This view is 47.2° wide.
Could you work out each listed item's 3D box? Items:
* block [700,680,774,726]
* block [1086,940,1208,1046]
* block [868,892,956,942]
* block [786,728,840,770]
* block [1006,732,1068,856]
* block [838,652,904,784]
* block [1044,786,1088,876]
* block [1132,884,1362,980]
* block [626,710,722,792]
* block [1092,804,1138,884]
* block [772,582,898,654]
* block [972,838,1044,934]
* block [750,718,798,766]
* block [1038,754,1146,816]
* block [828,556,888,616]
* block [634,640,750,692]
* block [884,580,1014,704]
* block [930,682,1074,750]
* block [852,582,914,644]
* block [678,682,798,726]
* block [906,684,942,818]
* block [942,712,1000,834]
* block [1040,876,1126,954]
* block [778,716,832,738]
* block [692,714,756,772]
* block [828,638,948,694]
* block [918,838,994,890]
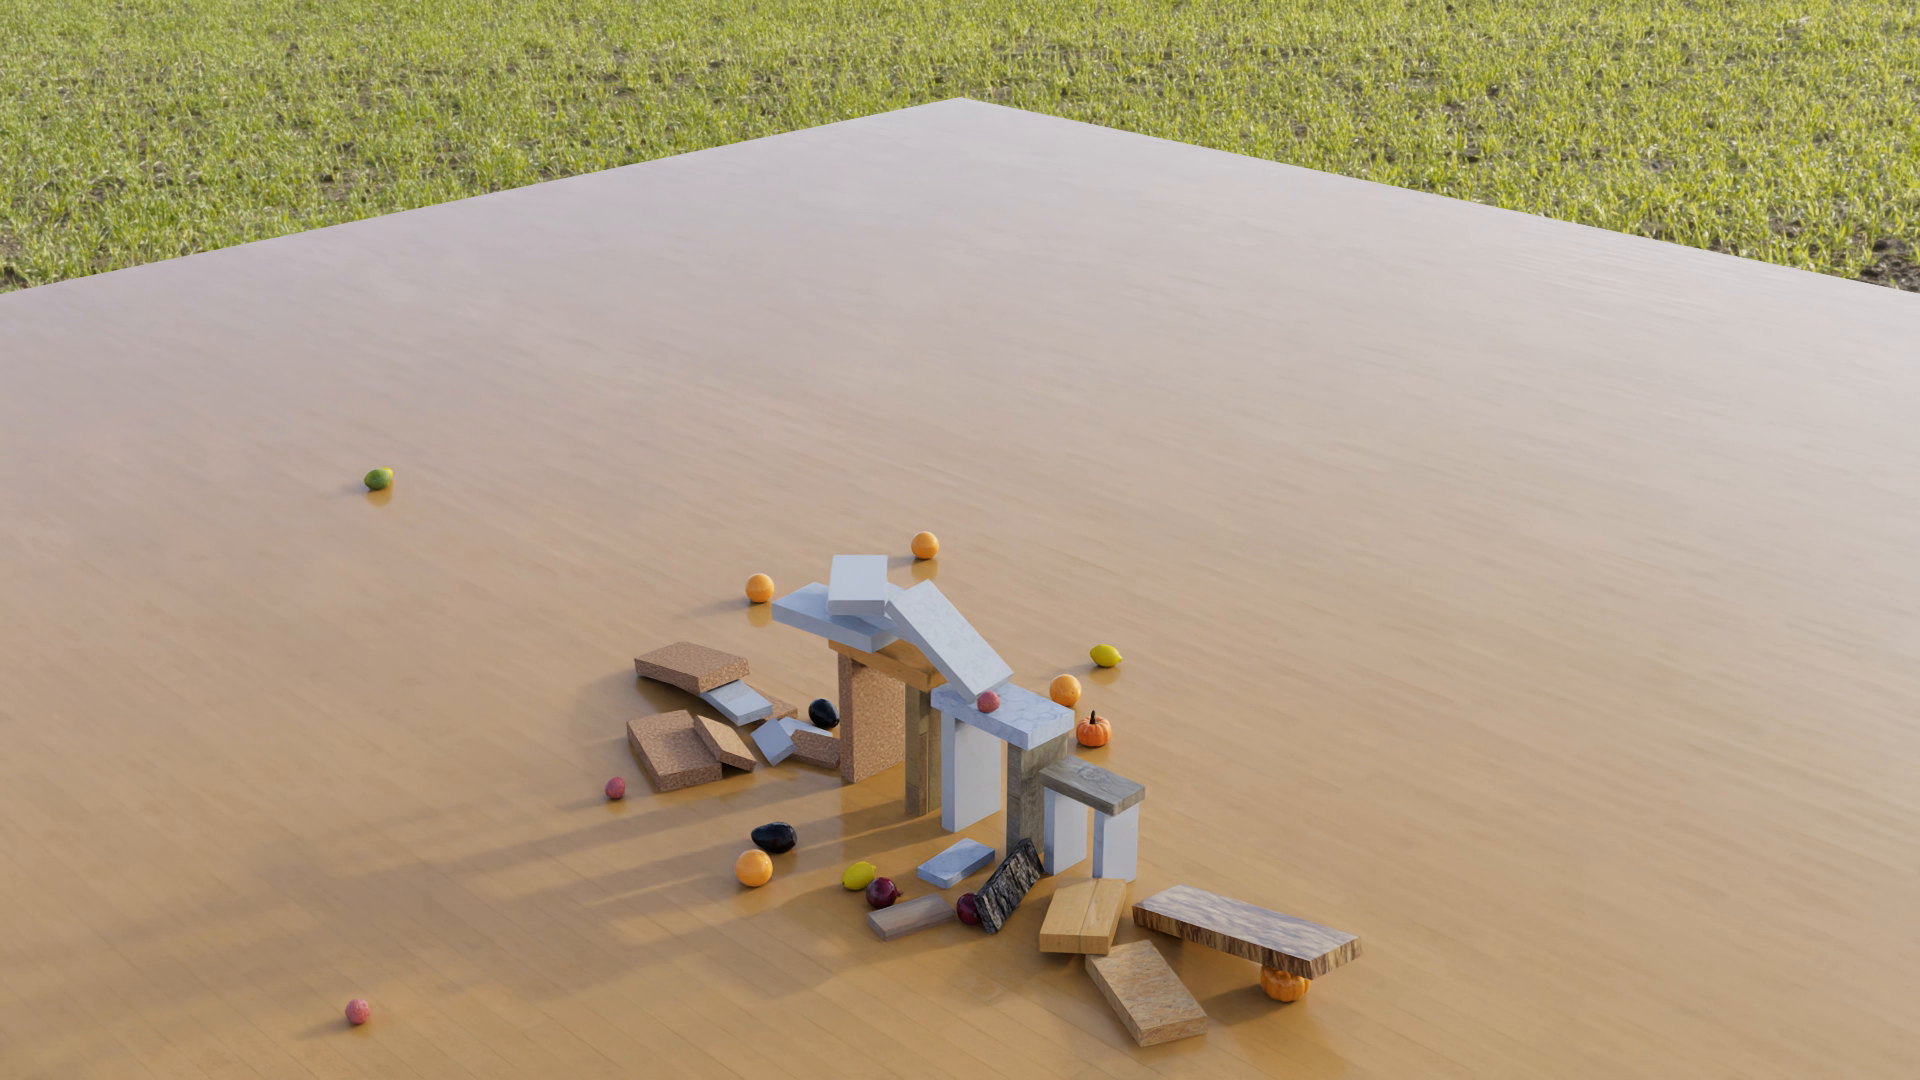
[{"bbox_3d":[-0.493,0.352,4.836,0.087,0.025,0.174,-17,29,-31],"label":"block"},{"bbox_3d":[0.324,0.791,3.852,0.124,0.035,0.247,-8,24,-18],"label":"block"},{"bbox_3d":[-0.090,0.700,4.084,0.147,0.021,0.073,-12,26,-27],"label":"block"},{"bbox_3d":[-0.305,0.443,4.663,0.130,0.018,0.065,11,48,24],"label":"block"},{"bbox_3d":[0.150,0.488,4.277,0.131,0.261,0.037,-21,31,-40],"label":"block"},{"bbox_3d":[-0.183,0.348,4.570,0.145,0.290,0.041,-21,31,-41],"label":"block"},{"bbox_3d":[0.204,0.545,4.238,0.093,0.185,0.026,-21,30,-40],"label":"block"},{"bbox_3d":[0.506,0.696,3.932,0.124,0.035,0.459,-17,14,-34],"label":"block"},{"bbox_3d":[-0.608,0.444,4.666,0.133,0.038,0.266,-9,25,-21],"label":"block"},{"bbox_3d":[0.295,0.574,4.170,0.093,0.185,0.026,-19,30,-38],"label":"block"},{"bbox_3d":[-0.241,0.157,4.495,0.266,0.038,0.133,17,28,34],"label":"block"},{"bbox_3d":[0.093,0.648,4.137,0.021,0.073,0.233,-15,14,30],"label":"block"},{"bbox_3d":[-0.397,0.429,4.688,0.065,0.018,0.130,-35,31,-7],"label":"block"},{"bbox_3d":[0.248,0.464,4.160,0.185,0.026,0.093,20,30,39],"label":"block"},{"bbox_3d":[-0.207,0.090,4.480,0.113,0.032,0.227,0,23,0],"label":"block"},{"bbox_3d":[-0.606,0.284,4.961,0.133,0.038,0.266,-20,19,-36],"label":"block"},{"bbox_3d":[-0.023,0.198,4.309,0.113,0.032,0.260,-28,68,-41],"label":"block"},{"bbox_3d":[0.081,0.328,4.273,0.261,0.037,0.130,21,31,40],"label":"block"},{"bbox_3d":[-0.124,0.145,4.435,0.113,0.032,0.227,-19,29,-38],"label":"block"},{"bbox_3d":[-0.503,0.349,4.908,0.322,0.025,0.087,21,30,40],"label":"block"},{"bbox_3d":[-0.044,0.401,4.443,0.145,0.290,0.041,-21,32,-41],"label":"block"},{"bbox_3d":[0.022,0.441,4.386,0.037,0.261,0.131,21,31,41],"label":"block"},{"bbox_3d":[0.228,0.688,4.044,0.124,0.035,0.247,0,16,12],"label":"block"},{"bbox_3d":[-0.346,0.419,4.750,0.130,0.018,0.065,16,28,33],"label":"block"},{"bbox_3d":[-0.500,0.430,4.662,0.087,0.025,0.174,23,10,-31],"label":"block"},{"bbox_3d":[-0.115,0.222,4.443,0.145,0.041,0.290,-21,31,-41],"label":"block"},{"bbox_3d":[-0.007,0.626,4.260,0.073,0.021,0.147,18,29,36],"label":"block"}]
